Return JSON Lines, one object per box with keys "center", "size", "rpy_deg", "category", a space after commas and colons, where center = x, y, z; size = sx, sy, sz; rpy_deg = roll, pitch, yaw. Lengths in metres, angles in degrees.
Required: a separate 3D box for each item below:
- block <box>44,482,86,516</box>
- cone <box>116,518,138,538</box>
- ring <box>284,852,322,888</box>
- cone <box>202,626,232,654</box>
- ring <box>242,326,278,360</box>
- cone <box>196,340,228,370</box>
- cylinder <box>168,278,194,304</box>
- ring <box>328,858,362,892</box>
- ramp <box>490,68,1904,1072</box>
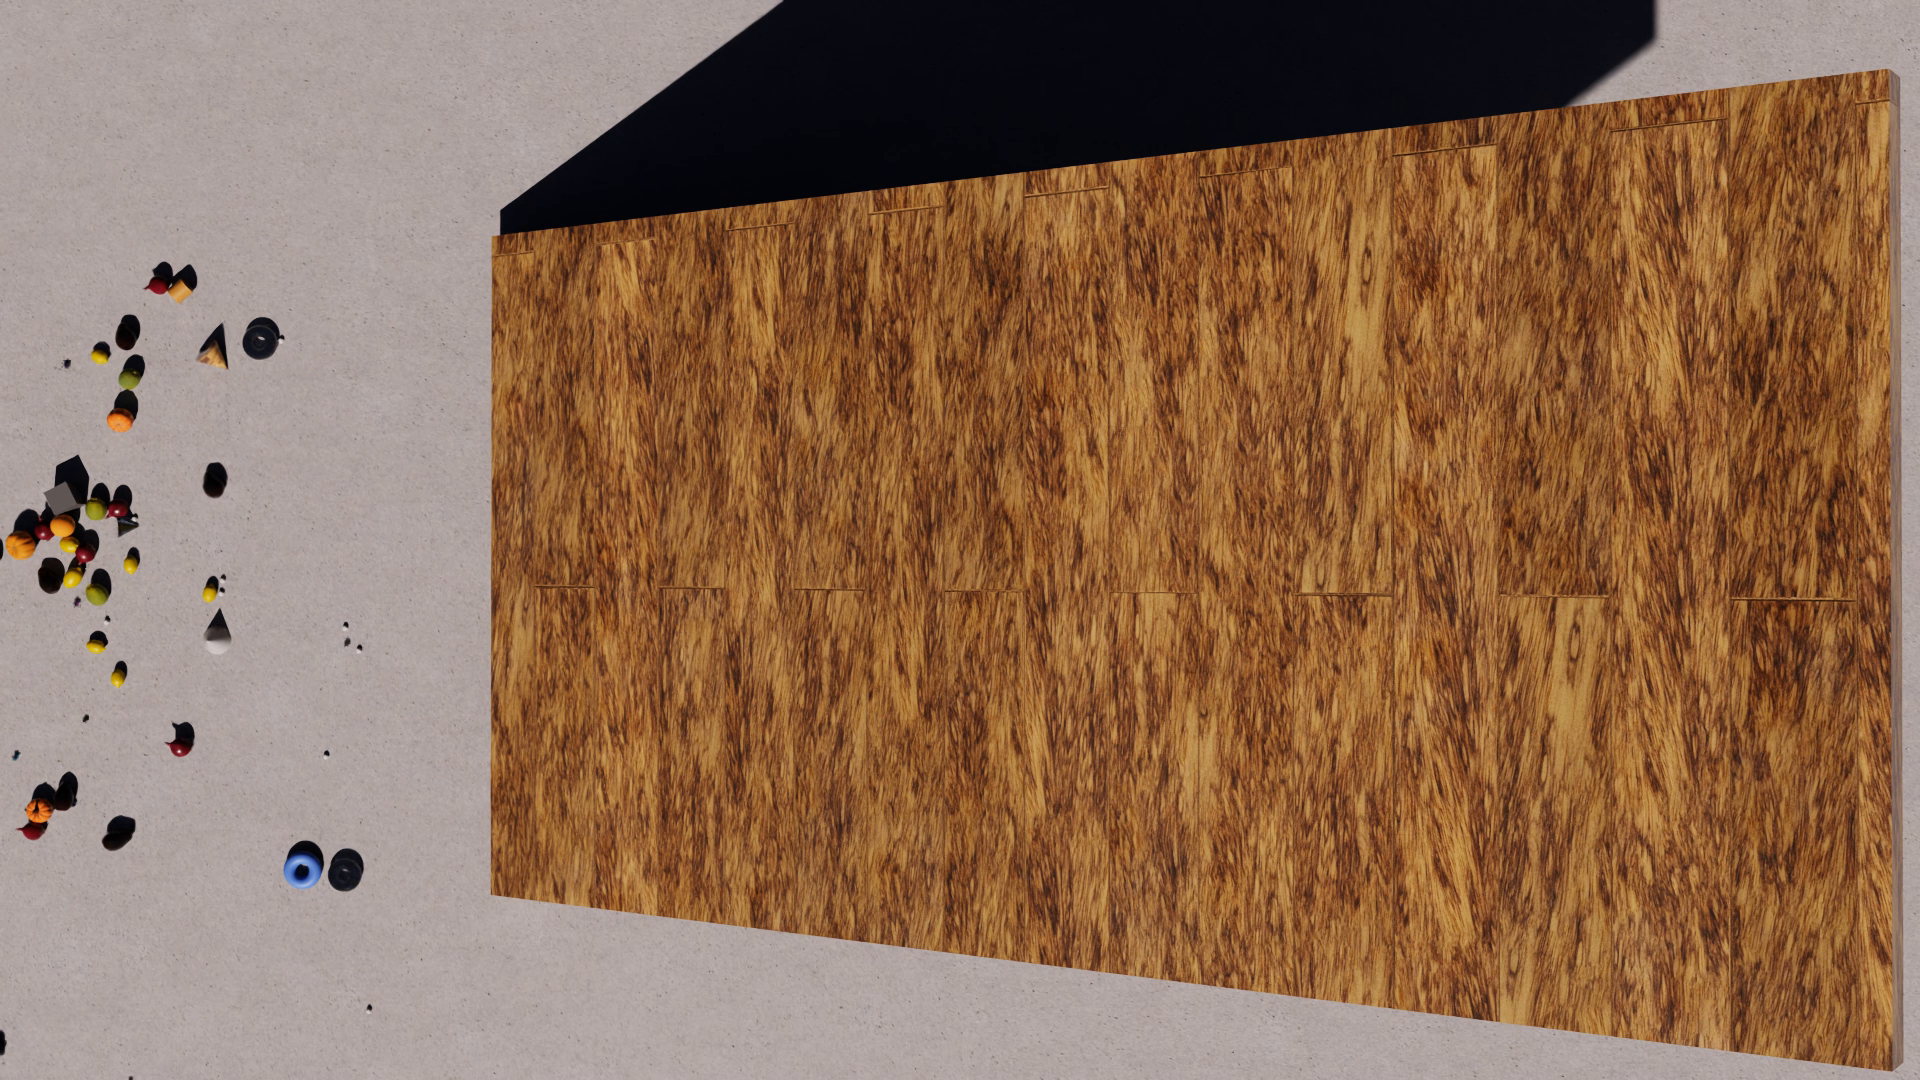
{"center": [-2.735, -0.126, 6.720], "size": [0.076, 0.076, 0.076], "rpy_deg": [-27, 90, 0], "category": "block"}
{"center": [-2.550, -0.040, 6.743], "size": [0.067, 0.067, 0.067], "rpy_deg": [-4, 89, -27], "category": "cone"}
{"center": [-2.012, 1.010, 6.731], "size": [0.116, 0.039, 0.116], "rpy_deg": [0, 89, -1], "category": "ring"}
{"center": [-2.282, 0.306, 6.710], "size": [0.090, 0.090, 0.090], "rpy_deg": [0, 90, 0], "category": "cone"}
{"center": [-2.147, -0.605, 6.745], "size": [0.108, 0.036, 0.108], "rpy_deg": [0, 88, -1], "category": "ring"}
{"center": [-2.277, -0.551, 6.742], "size": [0.090, 0.090, 0.090], "rpy_deg": [-45, 116, 0], "category": "cone"}
{"center": [-2.388, -0.763, 6.736], "size": [0.055, 0.055, 0.055], "rpy_deg": [-39, 90, 0], "category": "cylinder"}
{"center": [-1.884, 1.025, 6.732], "size": [0.105, 0.035, 0.105], "rpy_deg": [0, 90, 1], "category": "ring"}
{"center": [0.245, 0.068, 5.570], "size": [4.000, 0.100, 2.000], "rpy_deg": [0, 89, 35], "category": "ramp"}
